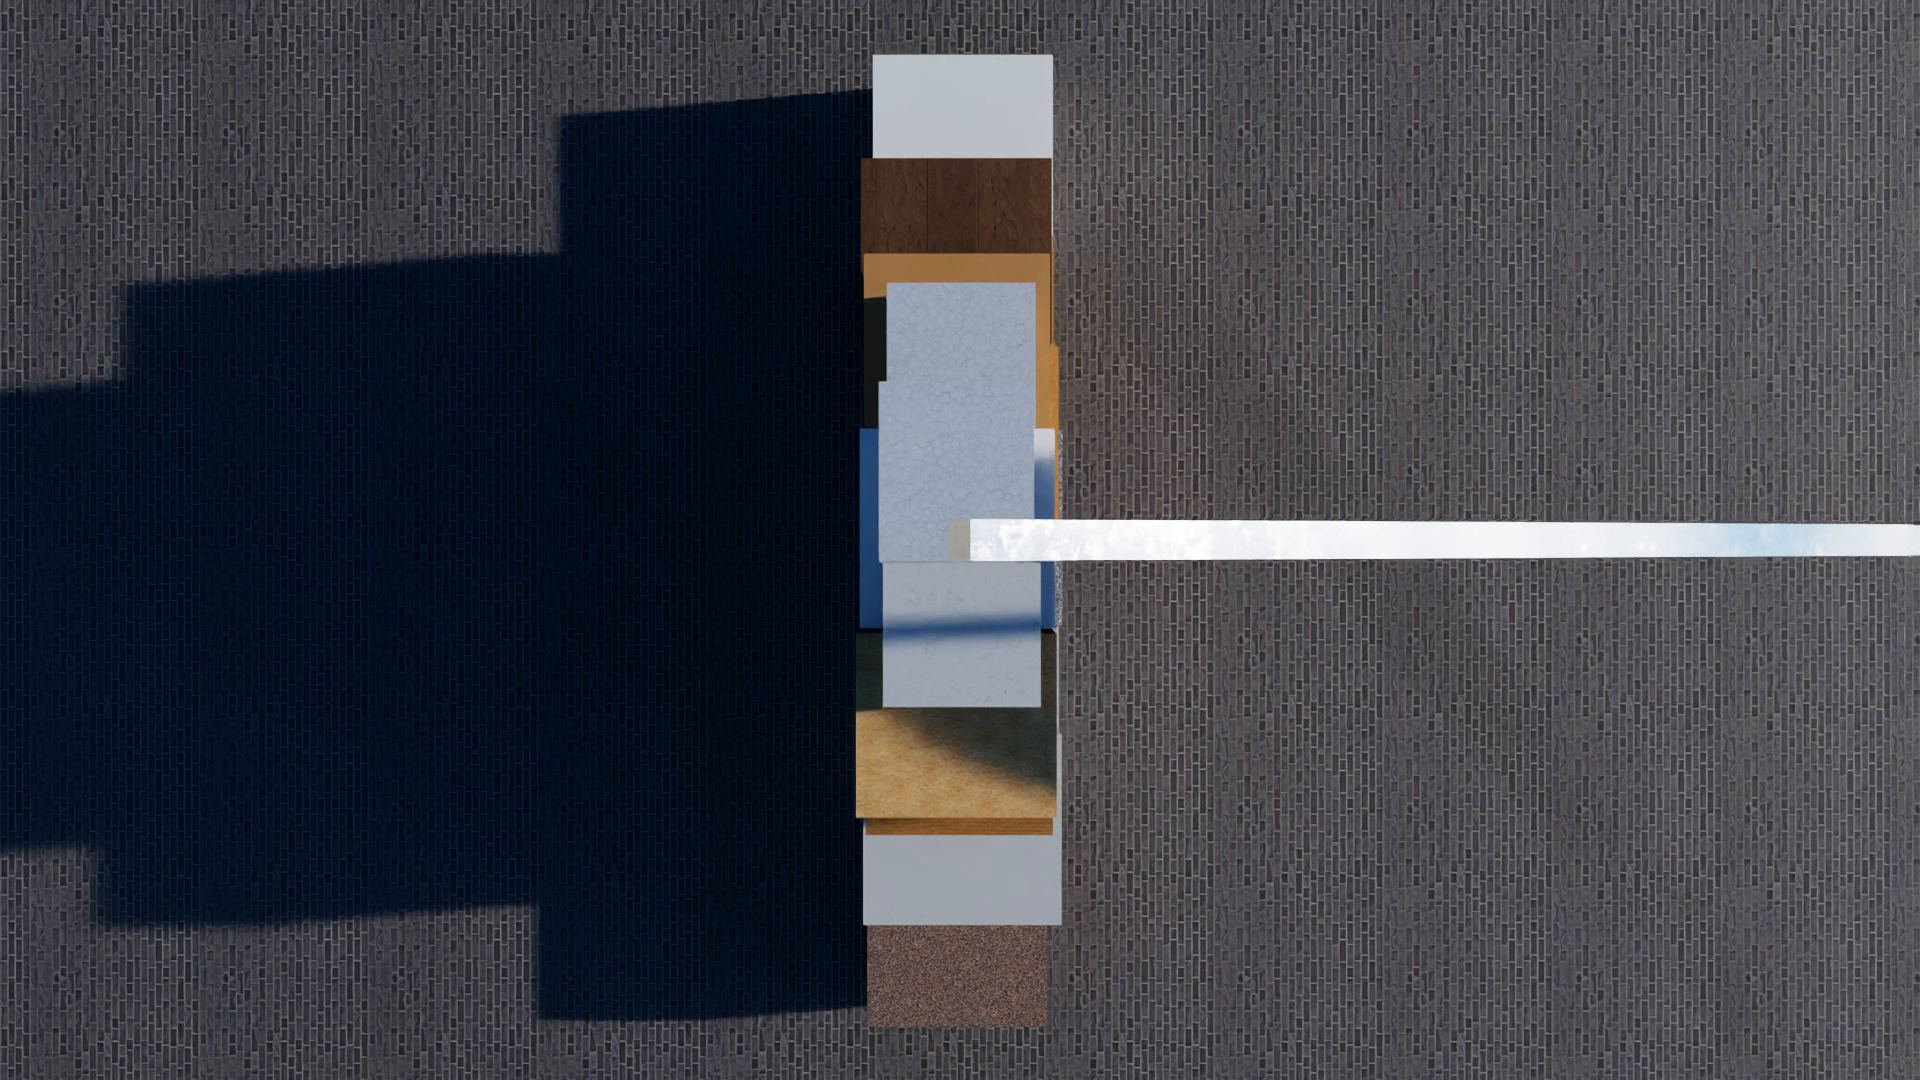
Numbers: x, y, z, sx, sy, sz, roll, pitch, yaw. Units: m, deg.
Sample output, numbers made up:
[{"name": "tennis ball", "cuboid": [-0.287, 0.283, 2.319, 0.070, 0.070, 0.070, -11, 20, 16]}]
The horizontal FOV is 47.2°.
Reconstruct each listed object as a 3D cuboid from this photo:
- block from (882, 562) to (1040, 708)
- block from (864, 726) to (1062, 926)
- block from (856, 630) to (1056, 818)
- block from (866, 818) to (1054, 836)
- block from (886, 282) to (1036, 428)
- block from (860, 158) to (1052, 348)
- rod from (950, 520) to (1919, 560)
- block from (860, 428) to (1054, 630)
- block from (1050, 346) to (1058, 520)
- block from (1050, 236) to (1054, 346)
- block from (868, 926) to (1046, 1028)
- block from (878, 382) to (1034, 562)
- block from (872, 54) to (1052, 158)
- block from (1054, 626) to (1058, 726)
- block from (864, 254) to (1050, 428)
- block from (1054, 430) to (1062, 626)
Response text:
[{"name": "block", "cuboid": [0.007, 0.368, 8.753, 0.607, 0.593, 0.555, 0, 89, 0]}, {"name": "block", "cuboid": [0.012, 1.423, 11.365, 0.976, 1.106, 0.940, 0, 90, 0]}, {"name": "block", "cuboid": [-0.015, 0.765, 9.495, 0.827, 0.892, 0.758, 0, 90, 0]}, {"name": "block", "cuboid": [-0.003, 0.898, 10.377, 0.847, 0.871, 0.873, 0, 90, 0]}, {"name": "block", "cuboid": [0.005, -0.803, 9.842, 0.645, 0.615, 0.638, 0, 91, 0]}, {"name": "block", "cuboid": [-0.018, -1.433, 11.402, 0.945, 1.009, 0.920, 0, 90, 0]}, {"name": "rod", "cuboid": [2.234, 0.000, 5.604, 5.200, 0.080, 0.080, 0, 90, -31]}, {"name": "block", "cuboid": [-0.012, -0.046, 9.791, 0.837, 0.730, 0.863, 0, 90, 0]}, {"name": "block", "cuboid": [0.008, -0.441, 11.397, 0.964, 0.915, 1.045, 0, 90, 0]}, {"name": "block", "cuboid": [0.019, -1.124, 12.453, 0.973, 1.094, 1.041, 0, 90, 0]}, {"name": "block", "cuboid": [-0.016, 2.136, 12.529, 0.985, 0.942, 1.070, 0, 90, 0]}, {"name": "block", "cuboid": [-0.014, -0.270, 9.078, 0.618, 0.696, 0.721, 0, 90, 0]}, {"name": "block", "cuboid": [0.016, -2.163, 12.553, 0.991, 0.895, 1.016, 0, 90, 0]}, {"name": "block", "cuboid": [0.012, 1.030, 12.459, 1.042, 1.082, 1.122, 0, 90, 0]}, {"name": "block", "cuboid": [-0.014, -0.875, 10.524, 0.859, 0.751, 0.903, 0, 91, 0]}, {"name": "block", "cuboid": [0.009, -0.067, 12.427, 1.085, 1.145, 1.052, 0, 90, 0]}]
